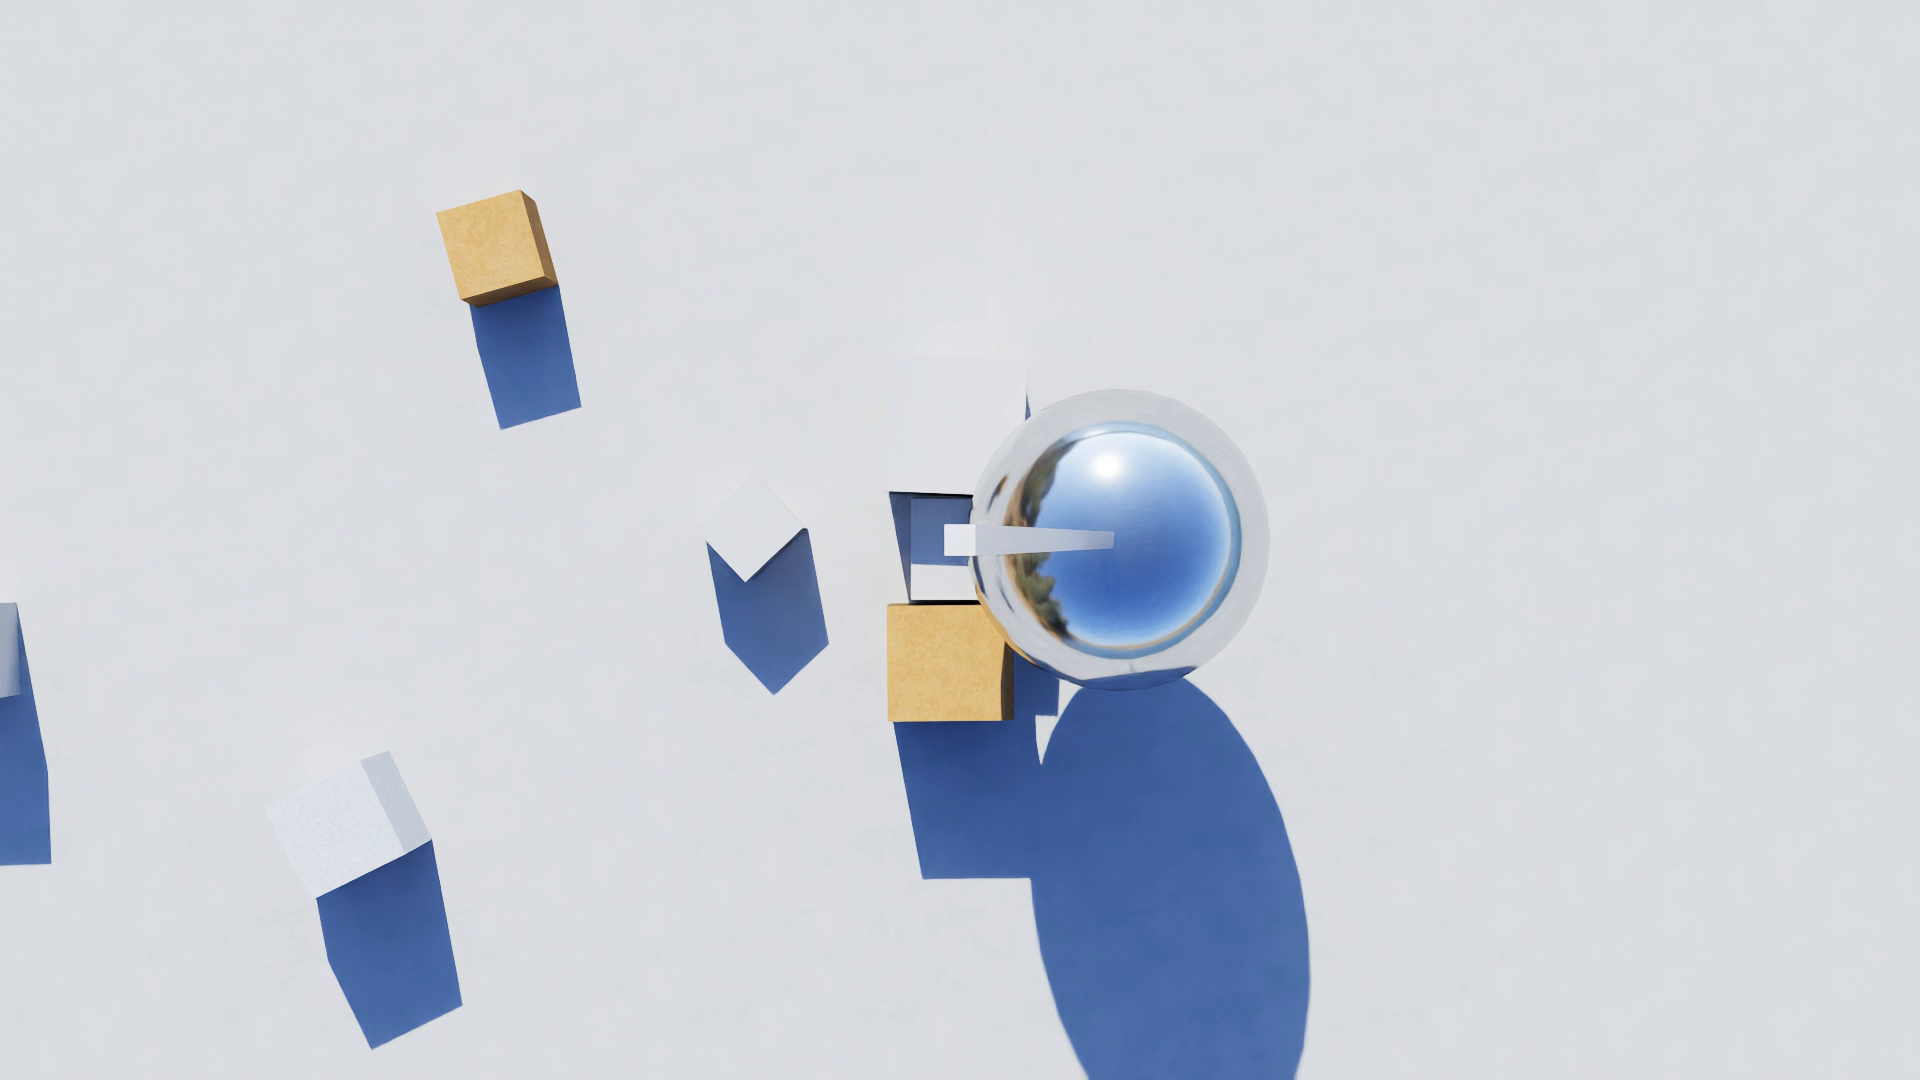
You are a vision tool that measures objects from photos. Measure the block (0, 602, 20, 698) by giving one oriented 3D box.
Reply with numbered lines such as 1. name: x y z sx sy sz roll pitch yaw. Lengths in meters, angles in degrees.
1. block: -5.855 0.651 12.683 0.578 0.635 0.546 -2 90 0

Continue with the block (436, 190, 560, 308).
1. block: -2.680 -1.686 12.772 0.500 0.457 0.513 -16 90 0

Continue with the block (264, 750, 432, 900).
1. block: -3.520 1.637 12.689 0.603 0.622 0.586 -26 90 0

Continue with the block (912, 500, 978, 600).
1. block: 0.005 0.053 12.722 0.564 0.556 0.568 0 90 0

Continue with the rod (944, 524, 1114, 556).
1. rod: 0.360 0.000 8.232 0.080 5.200 0.080 0 90 8

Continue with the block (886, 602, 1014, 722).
1. block: -0.054 0.694 12.689 0.713 0.622 0.649 -1 90 0

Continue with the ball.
1. ball: 0.830 0.000 11.599 1.600 1.600 1.600 0 90 0

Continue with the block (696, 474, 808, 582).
1. block: -1.208 -0.068 12.784 0.451 0.432 0.422 -43 90 0

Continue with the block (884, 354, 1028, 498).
1. block: -0.025 -0.635 12.593 0.766 0.814 0.755 2 90 0
